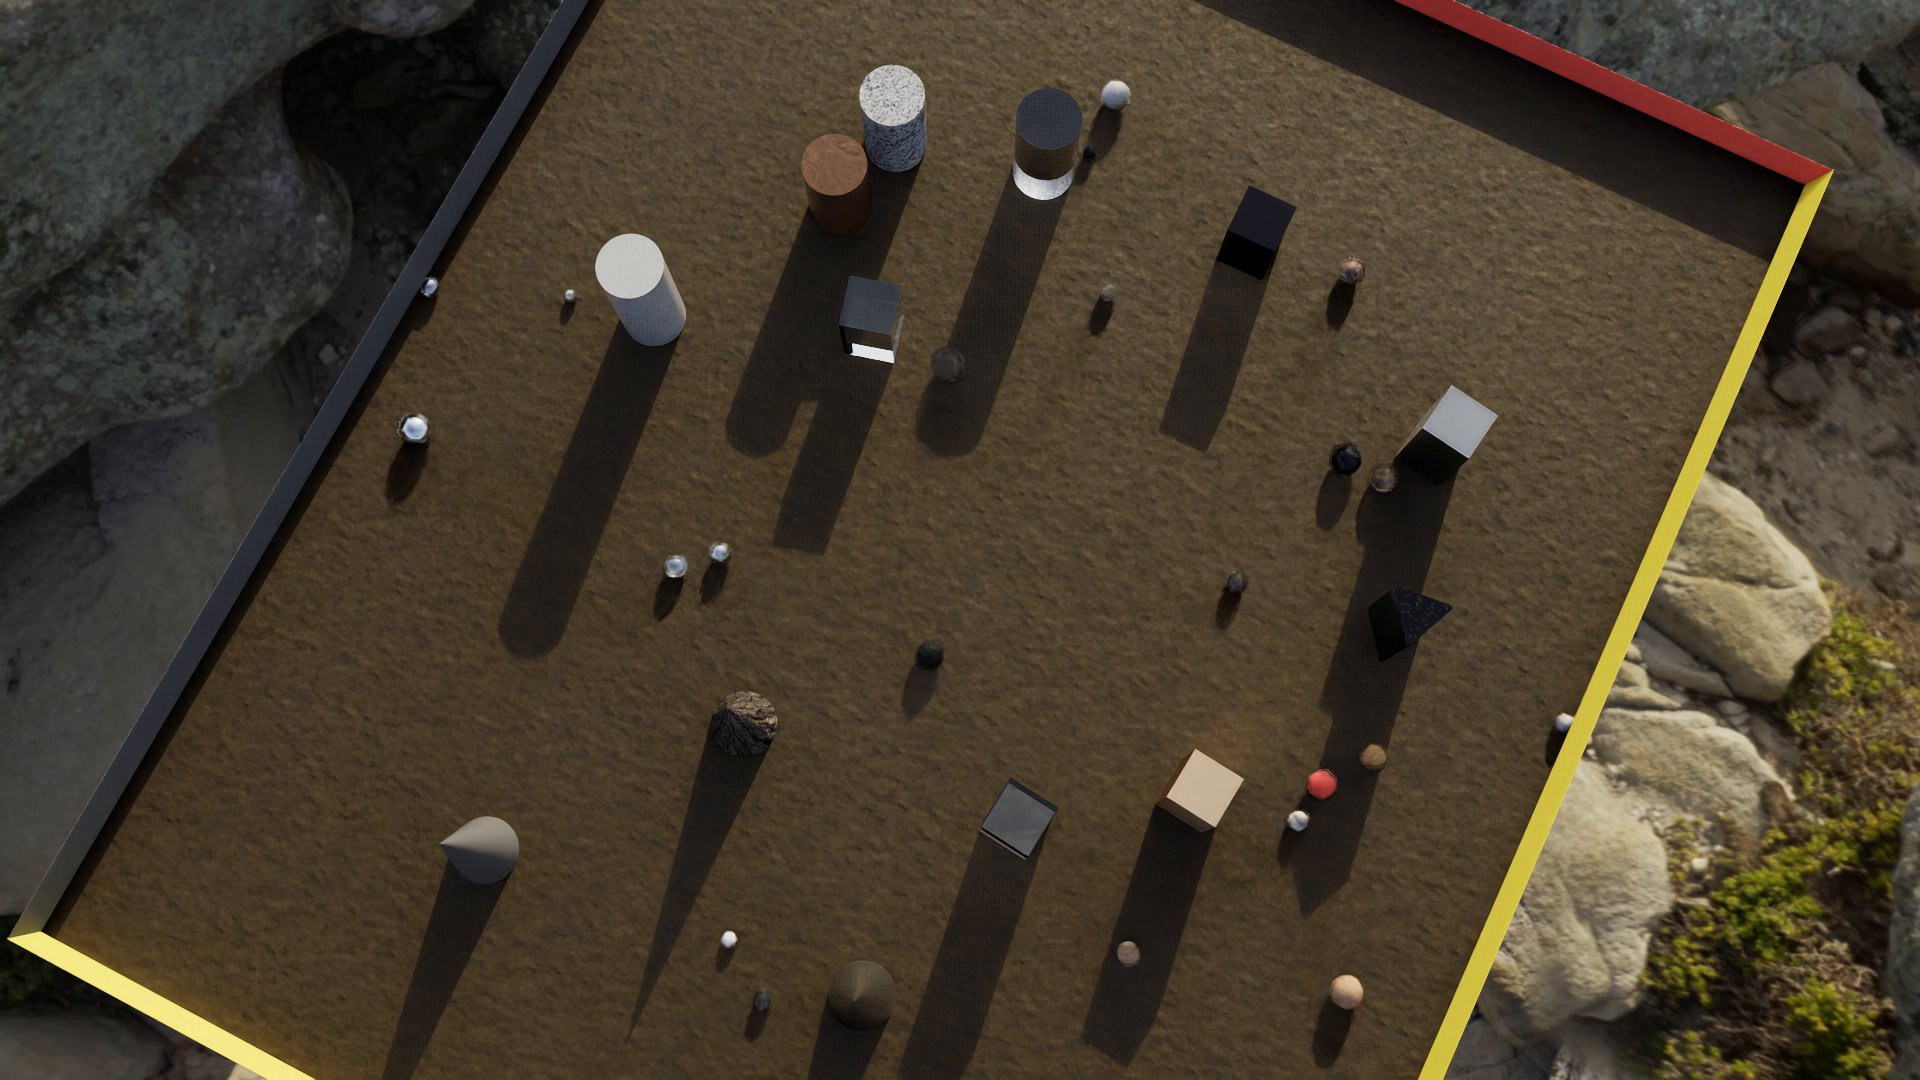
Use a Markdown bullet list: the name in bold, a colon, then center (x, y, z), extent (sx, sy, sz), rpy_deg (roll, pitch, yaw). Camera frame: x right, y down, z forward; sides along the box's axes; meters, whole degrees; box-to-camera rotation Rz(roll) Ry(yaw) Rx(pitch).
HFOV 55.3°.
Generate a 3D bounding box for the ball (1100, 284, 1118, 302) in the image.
- **ball**: center (0.466, -0.775, 5.747), extent (0.058, 0.058, 0.058), rpy_deg (0, 78, 0)

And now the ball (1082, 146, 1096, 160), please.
- **ball**: center (0.414, -1.236, 5.849), extent (0.045, 0.045, 0.045), rpy_deg (0, 78, 0)

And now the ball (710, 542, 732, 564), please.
- **ball**: center (-0.726, 0.041, 5.574), extent (0.067, 0.067, 0.067), rpy_deg (0, 78, 0)

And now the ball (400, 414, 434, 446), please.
- **ball**: center (-1.671, -0.339, 5.636), extent (0.100, 0.100, 0.100), rpy_deg (0, 78, 0)

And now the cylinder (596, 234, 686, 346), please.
- **cylinder**: center (-0.960, -0.750, 5.543), extent (0.199, 0.448, 0.199), rpy_deg (0, 78, 0)

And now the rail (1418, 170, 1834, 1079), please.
- **rail**: center (1.693, 0.836, 5.377), extent (0.045, 0.129, 4.541), rpy_deg (26, 80, 5)

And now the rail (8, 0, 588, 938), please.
- **rail**: center (-1.693, -0.822, 5.720), extent (0.045, 0.129, 4.541), rpy_deg (26, 80, 5)

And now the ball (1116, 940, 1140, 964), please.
- **ball**: center (0.490, 1.202, 5.333), extent (0.068, 0.068, 0.068), rpy_deg (0, 78, 0)

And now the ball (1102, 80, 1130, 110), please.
- **ball**: center (0.499, -1.423, 5.864), extent (0.092, 0.092, 0.092), rpy_deg (0, 78, 0)

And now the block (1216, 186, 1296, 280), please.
- **block**: center (0.917, -0.950, 5.682), extent (0.159, 0.256, 0.159), rpy_deg (26, 79, 5)

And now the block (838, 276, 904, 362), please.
- **block**: center (-0.269, -0.674, 5.614), extent (0.159, 0.279, 0.159), rpy_deg (11, 79, 2)

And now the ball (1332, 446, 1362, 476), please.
- **ball**: center (1.186, -0.244, 5.620), extent (0.092, 0.092, 0.092), rpy_deg (0, 78, 0)

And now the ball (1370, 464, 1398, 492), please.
- **ball**: center (1.299, -0.188, 5.612), extent (0.085, 0.085, 0.085), rpy_deg (0, 78, 0)

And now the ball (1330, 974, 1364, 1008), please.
- **ball**: center (1.117, 1.306, 5.297), extent (0.096, 0.096, 0.096), rpy_deg (0, 78, 0)

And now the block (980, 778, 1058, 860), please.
- **block**: center (0.167, 0.808, 5.288), extent (0.159, 0.317, 0.159), rpy_deg (32, 80, 6)

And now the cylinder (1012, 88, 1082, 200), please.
- **cylinder**: center (0.267, -1.221, 5.673), extent (0.199, 0.386, 0.199), rpy_deg (0, 78, 0)

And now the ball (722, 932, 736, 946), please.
- **ball**: center (-0.674, 1.166, 5.353), extent (0.044, 0.044, 0.044), rpy_deg (0, 78, 0)

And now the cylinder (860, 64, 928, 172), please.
- **cylinder**: center (-0.205, -1.310, 5.711), extent (0.199, 0.347, 0.199), rpy_deg (0, 78, 0)

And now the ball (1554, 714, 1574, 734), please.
- **ball**: center (1.806, 0.548, 5.474), extent (0.057, 0.057, 0.057), rpy_deg (0, 78, 0)

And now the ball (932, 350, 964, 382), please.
- **ball**: center (-0.038, -0.539, 5.678), extent (0.099, 0.099, 0.099), rpy_deg (0, 78, 0)

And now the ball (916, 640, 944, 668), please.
- **ball**: center (-0.090, 0.344, 5.501), extent (0.086, 0.086, 0.086), rpy_deg (0, 78, 0)

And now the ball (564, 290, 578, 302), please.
- **ball**: center (-1.222, -0.767, 5.755), extent (0.041, 0.041, 0.041), rpy_deg (0, 78, 0)

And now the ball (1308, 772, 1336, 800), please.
- **ball**: center (1.070, 0.725, 5.425), extent (0.082, 0.082, 0.082), rpy_deg (0, 78, 0)

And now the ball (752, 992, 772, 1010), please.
- **ball**: center (-0.573, 1.336, 5.312), extent (0.054, 0.054, 0.054), rpy_deg (0, 78, 0)

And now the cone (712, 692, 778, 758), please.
- **cone**: center (-0.648, 0.509, 5.294), extent (0.199, 0.426, 0.199), rpy_deg (0, 78, 0)

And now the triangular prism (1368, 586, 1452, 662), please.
- **triangular prism**: center (1.291, 0.224, 5.394), extent (0.172, 0.345, 0.149), rpy_deg (-39, 81, -7)

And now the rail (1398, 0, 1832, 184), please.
- **rail**: center (1.005, -1.961, 5.955), extent (3.832, 0.129, 0.045), rpy_deg (26, 80, 5)

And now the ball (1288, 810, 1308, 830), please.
- **ball**: center (0.999, 0.830, 5.414), extent (0.060, 0.060, 0.060), rpy_deg (0, 78, 0)

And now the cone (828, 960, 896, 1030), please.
- **cone**: center (-0.284, 1.286, 5.139), extent (0.199, 0.414, 0.199), rpy_deg (0, 78, 0)

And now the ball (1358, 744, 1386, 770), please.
- **ball**: center (1.224, 0.646, 5.443), extent (0.078, 0.078, 0.078), rpy_deg (0, 78, 0)

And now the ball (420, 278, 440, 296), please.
- **ball**: center (-1.663, -0.794, 5.751), extent (0.059, 0.059, 0.059), rpy_deg (0, 78, 0)

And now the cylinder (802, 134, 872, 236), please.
- **cylinder**: center (-0.378, -1.096, 5.675), extent (0.199, 0.330, 0.199), rpy_deg (0, 78, 0)

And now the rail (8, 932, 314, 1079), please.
- **rail**: center (-1.005, 1.975, 5.141), extent (3.832, 0.129, 0.045), rpy_deg (26, 80, 5)

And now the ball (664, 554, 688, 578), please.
- **ball**: center (-0.862, 0.080, 5.564), extent (0.071, 0.071, 0.071), rpy_deg (0, 78, 0)

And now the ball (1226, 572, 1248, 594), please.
- **ball**: center (0.840, 0.129, 5.557), extent (0.064, 0.064, 0.064), rpy_deg (0, 78, 0)

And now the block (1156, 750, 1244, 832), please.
- **block**: center (0.691, 0.729, 5.309), extent (0.159, 0.307, 0.159), rpy_deg (32, 80, 6)

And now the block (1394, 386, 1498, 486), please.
- **block**: center (1.455, -0.308, 5.502), extent (0.159, 0.350, 0.159), rpy_deg (35, 80, 7)

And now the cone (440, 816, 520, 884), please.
- **cone**: center (-1.405, 0.869, 5.186), extent (0.199, 0.492, 0.199), rpy_deg (0, 78, 0)

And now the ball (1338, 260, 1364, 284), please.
- **ball**: center (1.227, -0.840, 5.752), extent (0.076, 0.076, 0.076), rpy_deg (0, 78, 0)
